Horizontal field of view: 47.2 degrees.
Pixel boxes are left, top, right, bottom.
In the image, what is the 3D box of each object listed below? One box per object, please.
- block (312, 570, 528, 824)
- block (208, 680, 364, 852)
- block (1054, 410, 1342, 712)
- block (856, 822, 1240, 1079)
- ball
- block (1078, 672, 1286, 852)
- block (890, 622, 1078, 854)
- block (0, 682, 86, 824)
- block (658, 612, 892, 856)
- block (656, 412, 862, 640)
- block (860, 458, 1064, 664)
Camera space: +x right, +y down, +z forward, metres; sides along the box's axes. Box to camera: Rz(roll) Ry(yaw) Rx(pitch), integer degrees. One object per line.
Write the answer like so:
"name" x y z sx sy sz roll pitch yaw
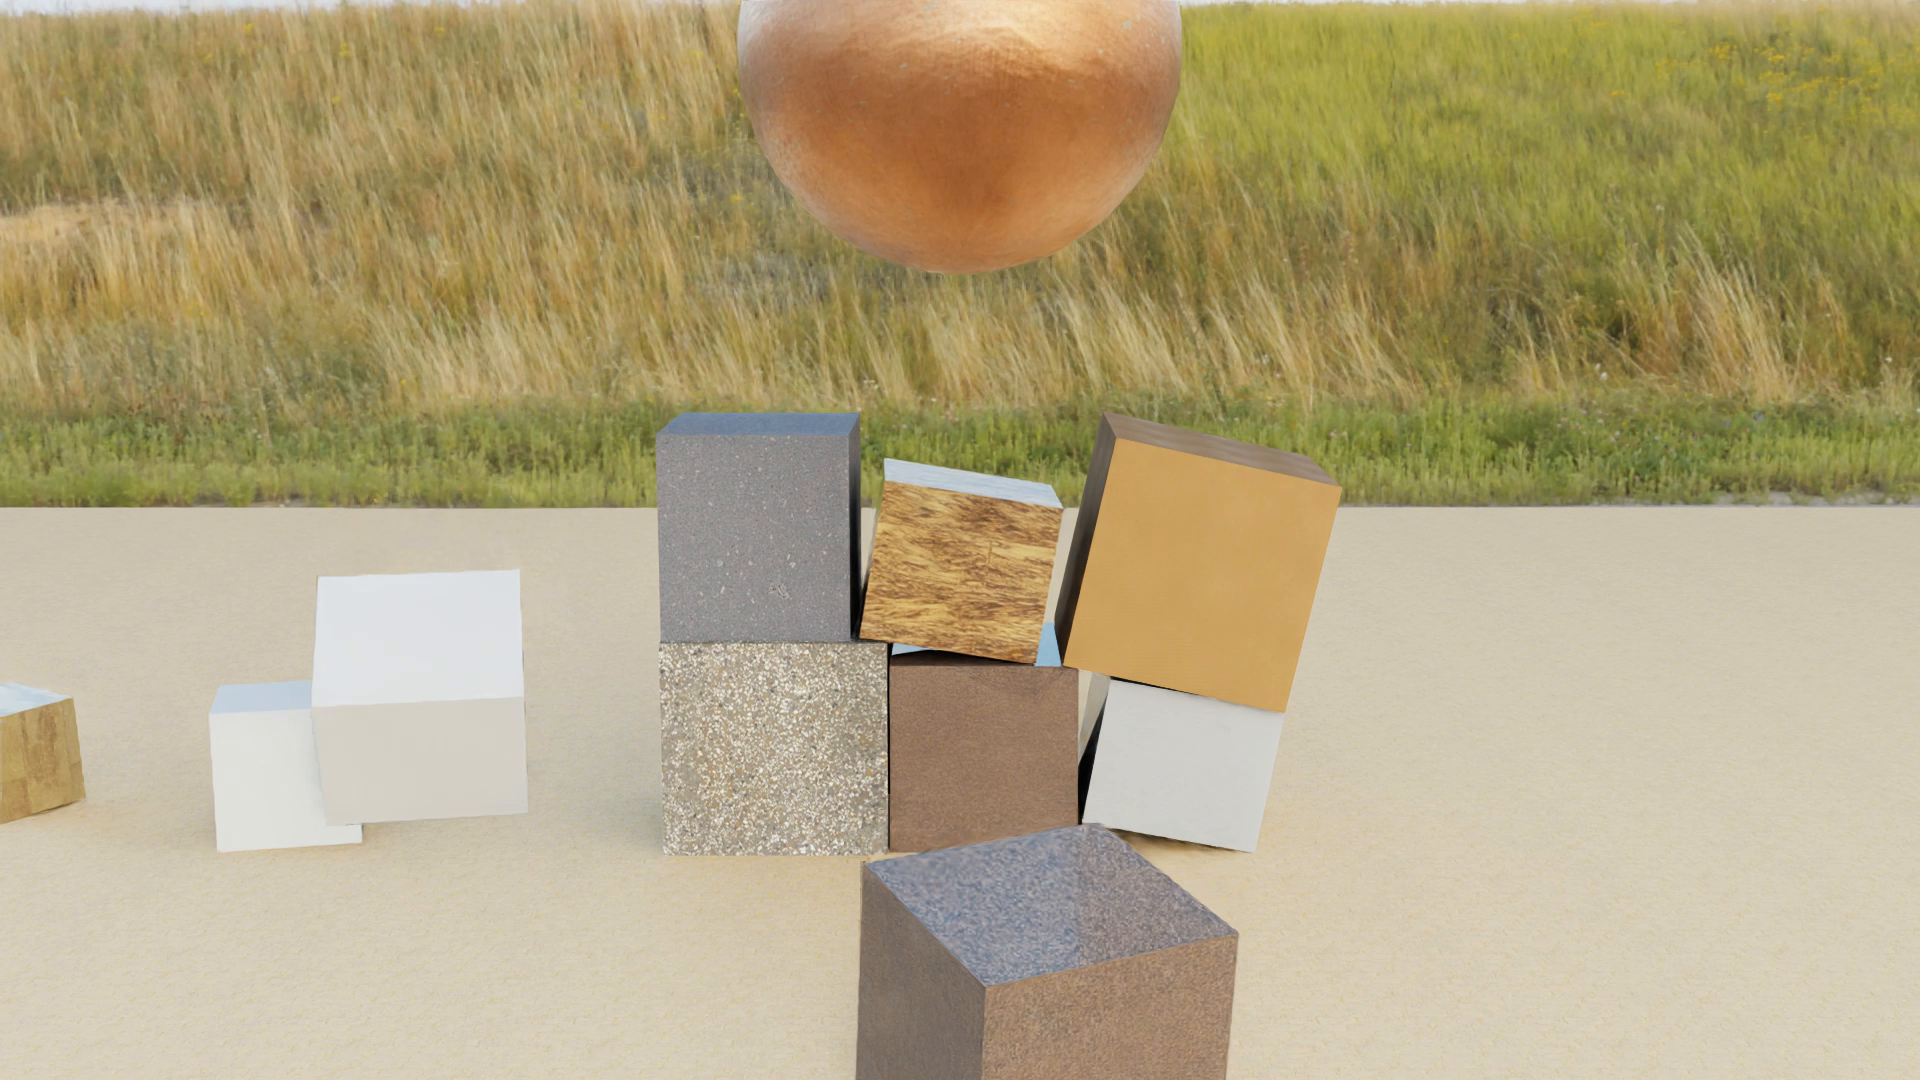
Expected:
"block" -2.572 0.749 10.562 0.938 0.838 0.829 -2 44 -11
"block" -3.439 1.144 11.289 0.698 0.711 0.600 -2 11 -13
"block" 1.171 0.084 11.184 1.117 1.148 1.069 12 10 -2
"block" 0.268 1.608 7.445 0.927 0.882 0.912 -6 20 -26
"ball" 0.000 -1.760 7.914 1.600 1.600 1.600 0 10 0
"block" 1.108 1.040 11.360 0.878 0.745 0.945 10 10 -2
"block" 0.119 1.003 11.371 0.931 0.959 0.996 0 10 0
"block" -5.095 1.130 11.713 0.590 0.559 0.520 7 15 35
"block" -0.915 0.942 11.370 1.115 1.078 1.080 0 10 0
"block" -0.998 -0.086 11.161 0.935 1.019 0.884 0 10 1
"block" -0.010 0.095 11.095 0.878 0.790 0.750 9 10 -4
